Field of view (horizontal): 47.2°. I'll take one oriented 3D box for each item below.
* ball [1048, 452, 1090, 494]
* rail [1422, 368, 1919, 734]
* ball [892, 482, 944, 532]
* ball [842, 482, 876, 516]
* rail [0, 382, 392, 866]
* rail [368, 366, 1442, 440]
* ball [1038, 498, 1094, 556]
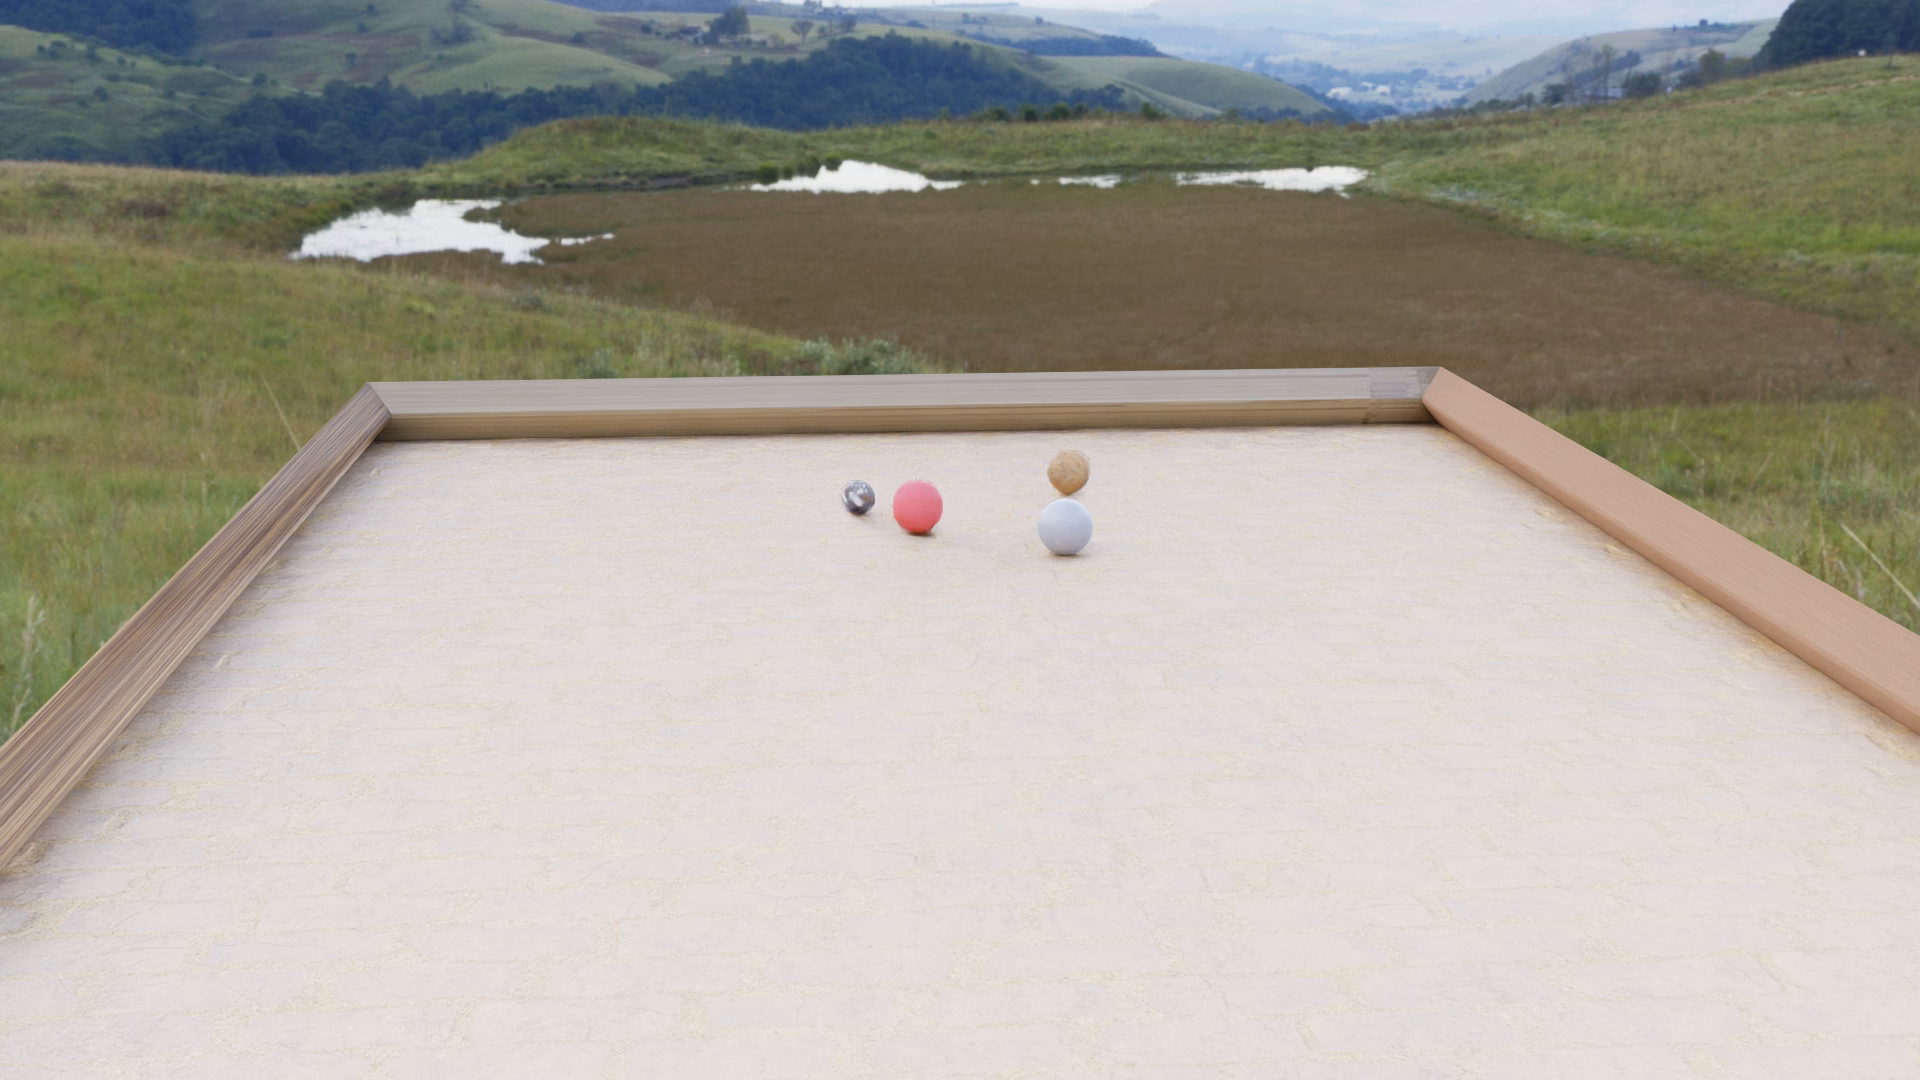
[{"bbox_3d":[0.163,-0.102,3.301,0.063,0.063,0.063,0,14,0],"label":"ball"},{"bbox_3d":[0.965,0.182,2.098,0.045,0.098,3.576,-1,14,-5],"label":"rail"},{"bbox_3d":[-0.059,-0.046,3.062,0.072,0.072,0.072,0,14,0],"label":"ball"},{"bbox_3d":[-0.146,-0.060,3.164,0.049,0.049,0.049,0,14,0],"label":"ball"},{"bbox_3d":[-0.812,0.219,1.950,0.045,0.098,3.576,-1,14,-5],"label":"rail"},{"bbox_3d":[-0.074,-0.228,3.729,1.831,0.098,0.045,-1,14,-5],"label":"rail"},{"bbox_3d":[0.141,-0.018,2.941,0.075,0.075,0.075,0,14,0],"label":"ball"}]
